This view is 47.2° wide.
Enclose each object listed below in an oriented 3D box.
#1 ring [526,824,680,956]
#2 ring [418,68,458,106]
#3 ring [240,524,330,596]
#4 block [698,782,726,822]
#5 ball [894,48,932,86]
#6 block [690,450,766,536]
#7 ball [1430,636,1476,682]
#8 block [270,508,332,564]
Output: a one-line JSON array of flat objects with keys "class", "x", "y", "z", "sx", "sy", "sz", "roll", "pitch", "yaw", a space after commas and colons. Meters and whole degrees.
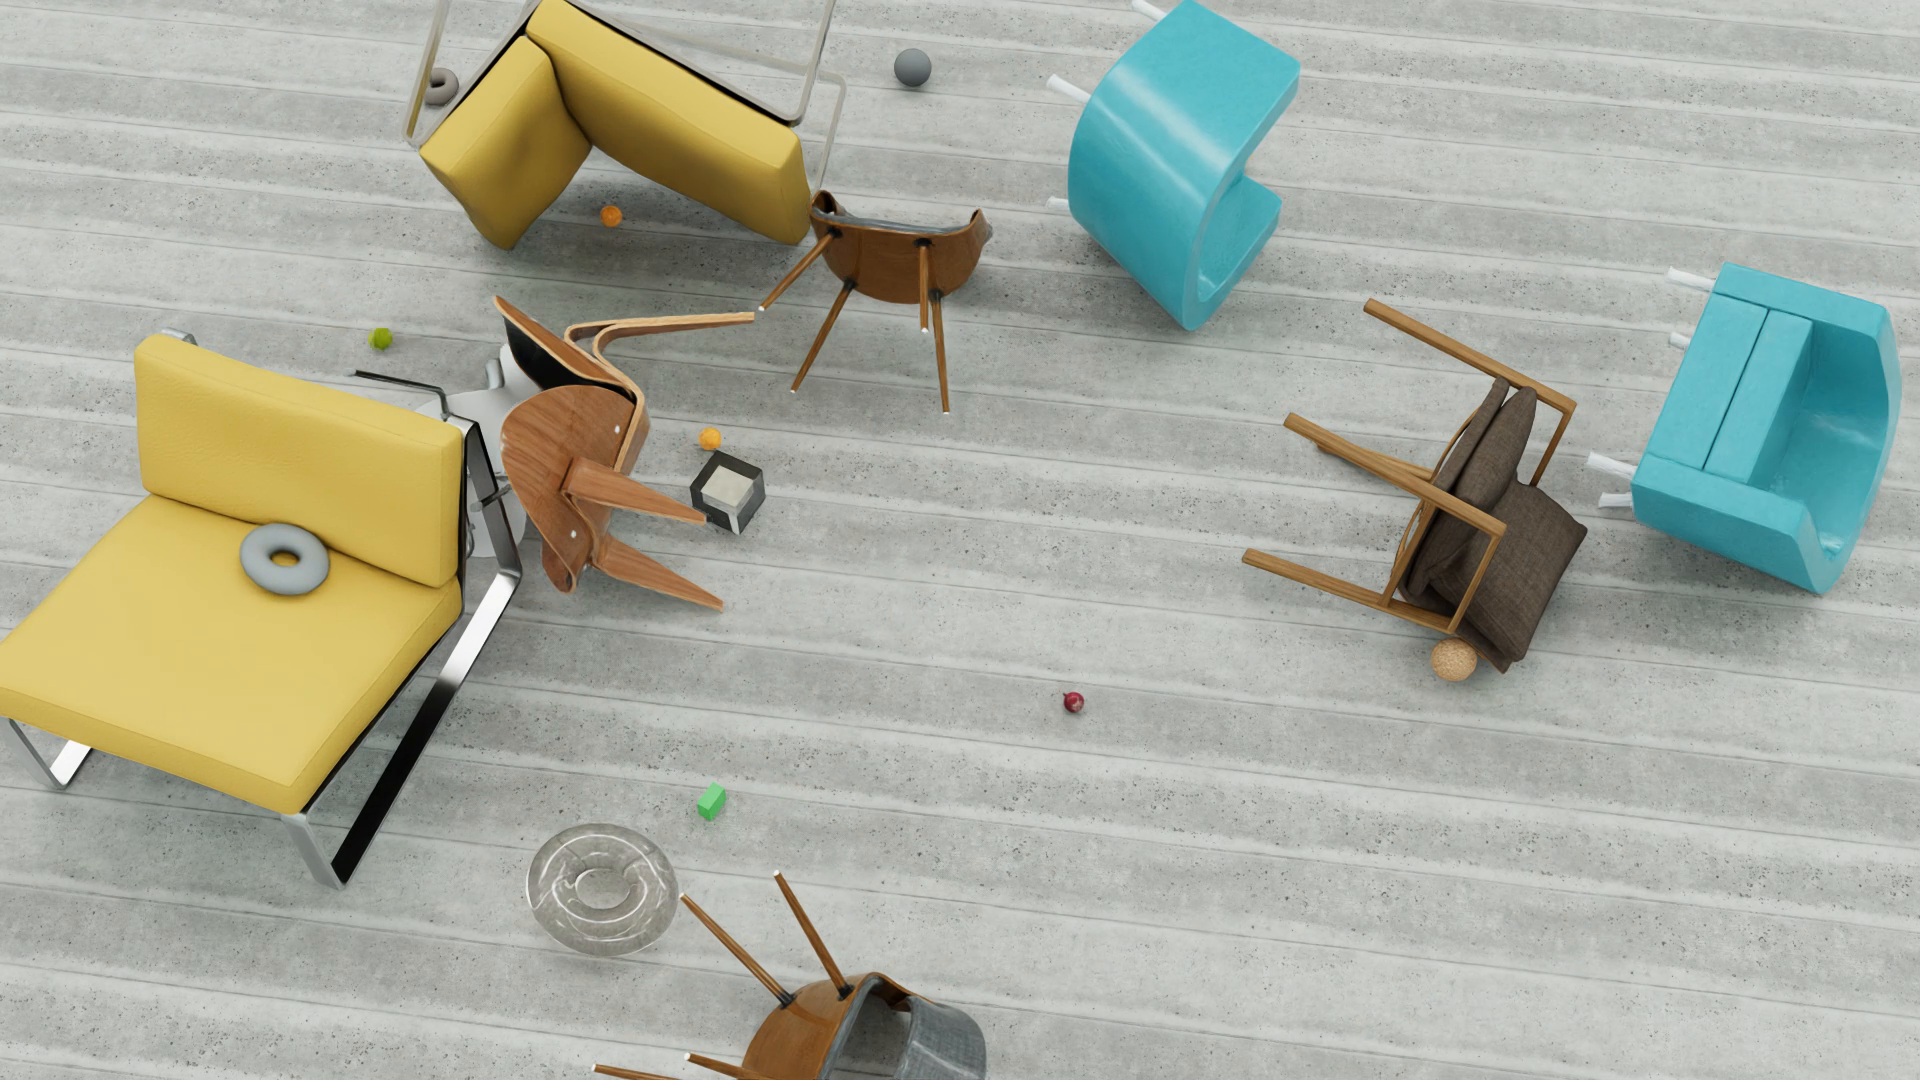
[{"class": "ring", "x": -0.955, "y": 0.932, "z": 5.874, "sx": 0.424, "sy": 0.126, "sz": 0.364, "roll": 23, "pitch": 60, "yaw": 13}, {"class": "ring", "x": -1.799, "y": -1.565, "z": 7.585, "sx": 0.139, "sy": 0.067, "sz": 0.149, "roll": 16, "pitch": 59, "yaw": 9}, {"class": "ring", "x": -1.820, "y": 0.051, "z": 5.925, "sx": 0.217, "sy": 0.072, "sz": 0.271, "roll": -29, "pitch": 56, "yaw": -37}, {"class": "block", "x": -0.683, "y": 0.719, "z": 6.050, "sx": 0.039, "sy": 0.068, "sz": 0.077, "roll": 26, "pitch": 60, "yaw": 16}, {"class": "ball", "x": -0.163, "y": -1.631, "z": 7.589, "sx": 0.131, "sy": 0.131, "sz": 0.131, "roll": 0, "pitch": 56, "yaw": 0}, {"class": "block", "x": -0.694, "y": -0.142, "z": 6.580, "sx": 0.158, "sy": 0.149, "sz": 0.155, "roll": 24, "pitch": 59, "yaw": 15}, {"class": "ball", "x": 1.408, "y": 0.340, "z": 6.269, "sx": 0.128, "sy": 0.128, "sz": 0.128, "roll": 0, "pitch": 56, "yaw": 0}, {"class": "block", "x": -1.981, "y": 0.034, "z": 6.485, "sx": 0.174, "sy": 0.110, "sz": 0.163, "roll": -38, "pitch": 64, "yaw": -22}]
